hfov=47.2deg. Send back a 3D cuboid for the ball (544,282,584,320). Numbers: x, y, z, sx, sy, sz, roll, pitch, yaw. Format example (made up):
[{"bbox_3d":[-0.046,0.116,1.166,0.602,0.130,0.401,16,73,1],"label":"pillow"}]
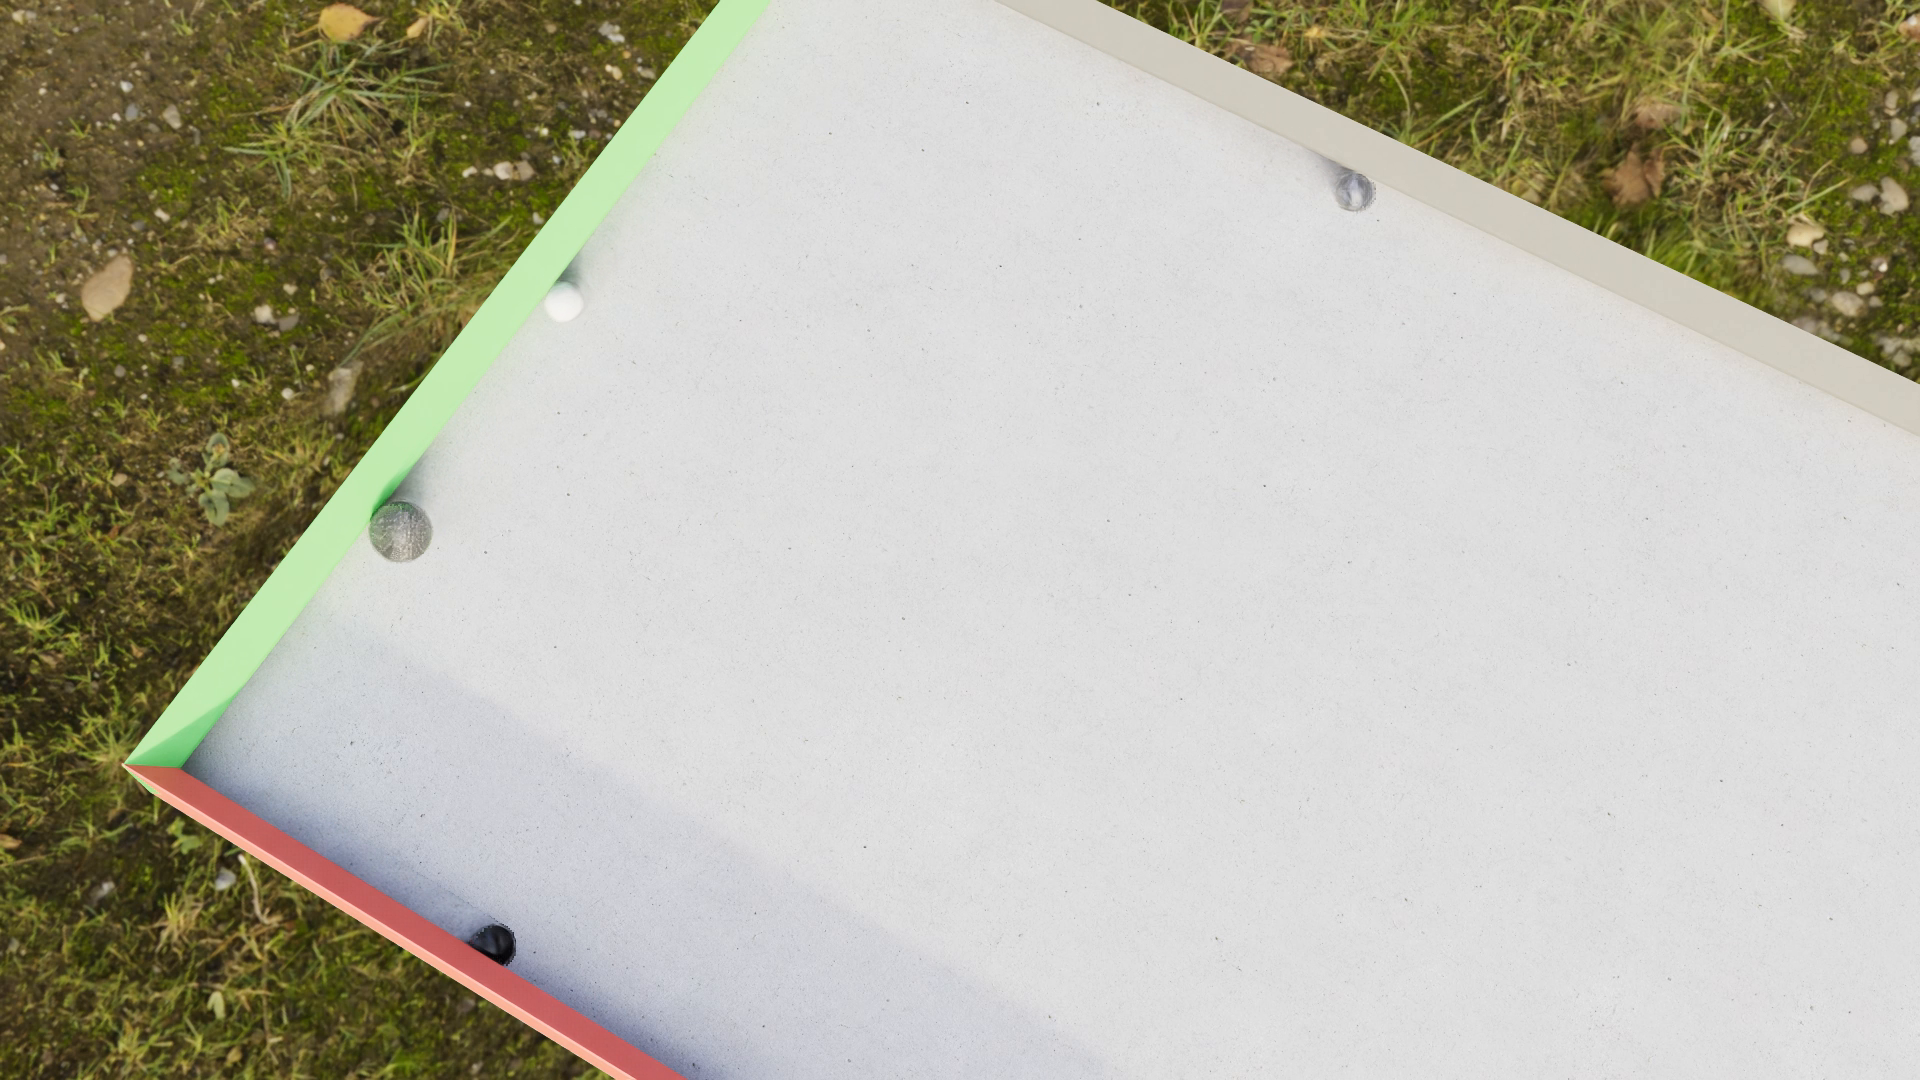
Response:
[{"bbox_3d":[-0.674,-0.407,3.744,0.067,0.067,0.067,0,65,0],"label":"ball"}]

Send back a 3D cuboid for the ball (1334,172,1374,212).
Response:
[{"bbox_3d":[0.687,-0.606,3.834,0.068,0.068,0.068,0,65,0],"label":"ball"}]

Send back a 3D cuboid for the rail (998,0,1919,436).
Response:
[{"bbox_3d":[1.246,-0.368,3.691,3.505,0.129,0.045,28,68,12],"label":"rail"}]

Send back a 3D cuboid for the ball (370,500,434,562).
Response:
[{"bbox_3d":[-0.900,-0.014,3.546,0.099,0.099,0.099,0,65,0],"label":"ball"}]

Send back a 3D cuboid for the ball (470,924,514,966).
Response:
[{"bbox_3d":[-0.699,0.607,3.281,0.065,0.065,0.065,0,65,0],"label":"ball"}]

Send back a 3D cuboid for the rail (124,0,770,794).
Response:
[{"bbox_3d":[-0.735,-0.403,3.707,0.045,0.129,1.984,28,68,12],"label":"rail"}]

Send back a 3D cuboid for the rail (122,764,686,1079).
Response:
[{"bbox_3d":[0.266,1.152,2.996,3.505,0.129,0.045,28,68,12],"label":"rail"}]
